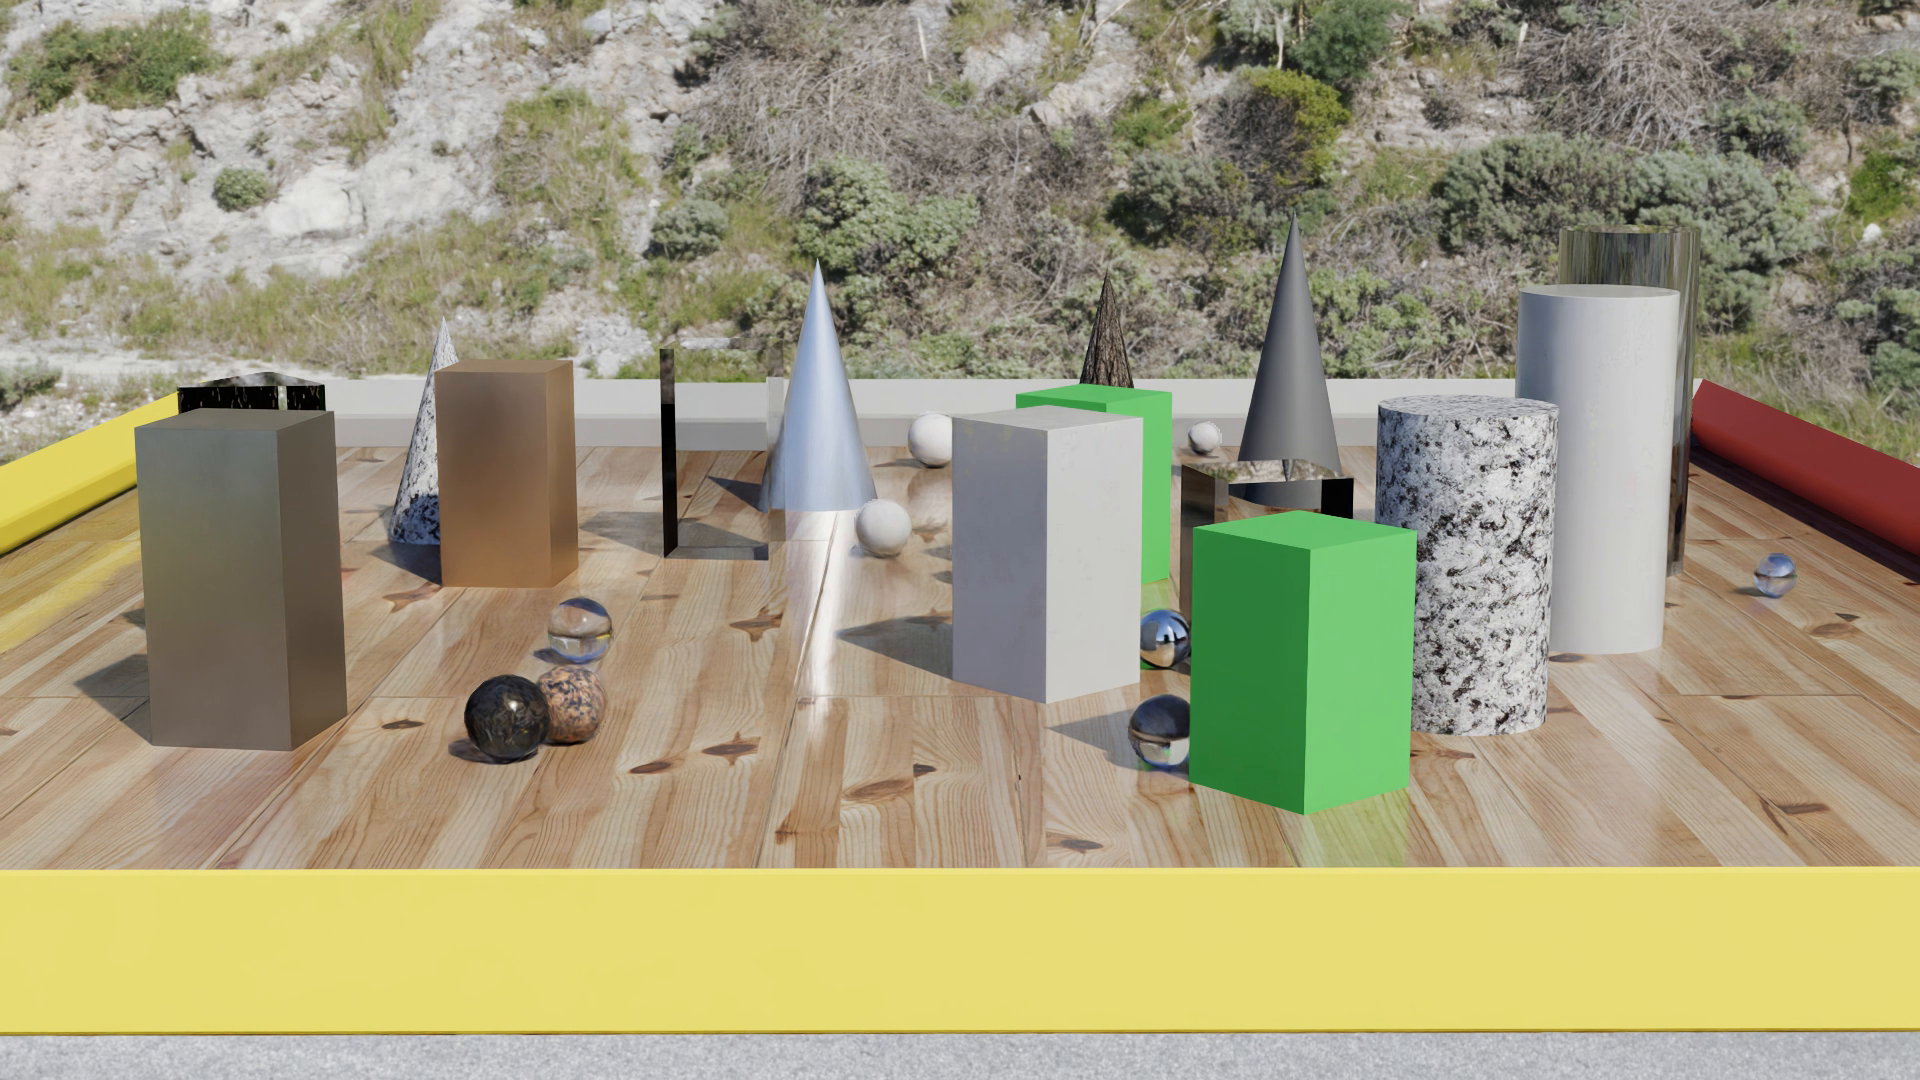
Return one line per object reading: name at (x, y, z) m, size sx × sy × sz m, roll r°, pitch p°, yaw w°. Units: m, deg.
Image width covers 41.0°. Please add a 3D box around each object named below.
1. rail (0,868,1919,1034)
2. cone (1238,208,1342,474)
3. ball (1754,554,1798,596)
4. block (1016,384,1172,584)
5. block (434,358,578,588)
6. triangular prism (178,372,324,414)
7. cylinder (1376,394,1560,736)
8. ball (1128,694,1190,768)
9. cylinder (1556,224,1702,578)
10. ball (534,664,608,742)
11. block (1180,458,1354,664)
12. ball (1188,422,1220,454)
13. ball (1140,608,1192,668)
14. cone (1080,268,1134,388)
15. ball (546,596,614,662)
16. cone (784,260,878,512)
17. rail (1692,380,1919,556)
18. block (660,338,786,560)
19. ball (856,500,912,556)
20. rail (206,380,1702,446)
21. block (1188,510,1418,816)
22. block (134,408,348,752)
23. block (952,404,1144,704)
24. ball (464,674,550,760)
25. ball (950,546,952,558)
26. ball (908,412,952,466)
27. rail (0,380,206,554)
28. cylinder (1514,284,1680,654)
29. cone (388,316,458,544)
rail at (0.009, 0.308, 1.965) m, size 2.891 × 0.129 × 0.045 m, roll 0°, pitch 10°, yaw 0°
cone at (0.566, -0.322, 4.381) m, size 0.198 × 0.490 × 0.198 m, roll 0°, pitch 10°, yaw 0°
ball at (1.132, 0.049, 3.563) m, size 0.058 × 0.058 × 0.058 m, roll 0°, pitch 10°, yaw 0°
block at (0.190, -0.076, 3.662) m, size 0.158 × 0.268 × 0.158 m, roll 8°, pitch 13°, yaw 38°
block at (-0.647, -0.097, 3.673) m, size 0.158 × 0.306 × 0.158 m, roll 1°, pitch 11°, yaw 5°
triangular prism at (-0.870, -0.032, 3.217) m, size 0.172 × 0.343 × 0.149 m, roll -1°, pitch 11°, yaw -7°
cylinder at (0.566, 0.024, 2.887) m, size 0.198 × 0.353 × 0.198 m, roll 0°, pitch 10°, yaw 0°
ball at (0.215, 0.200, 2.692) m, size 0.077 × 0.077 × 0.077 m, roll 0°, pitch 10°, yaw 0°
cylinder at (0.963, -0.204, 3.733) m, size 0.198 × 0.494 × 0.198 m, roll 0°, pitch 10°, yaw 0°
ball at (-0.427, 0.178, 2.792) m, size 0.085 × 0.085 × 0.085 m, roll 0°, pitch 10°, yaw 0°
block at (0.369, 0.037, 3.117) m, size 0.158 × 0.244 × 0.158 m, roll -3°, pitch 11°, yaw -15°
ball at (0.461, -0.192, 4.860) m, size 0.060 × 0.060 × 0.060 m, roll 0°, pitch 10°, yaw 0°
ball at (0.247, 0.120, 3.136) m, size 0.075 × 0.075 × 0.075 m, roll 0°, pitch 10°, yaw 0°
cone at (0.224, -0.207, 3.939) m, size 0.198 × 0.424 × 0.198 m, roll 0°, pitch 10°, yaw 0°
ball at (-0.469, 0.110, 3.168) m, size 0.081 × 0.081 × 0.081 m, roll 0°, pitch 10°, yaw 0°
cone at (-0.237, -0.267, 4.299) m, size 0.198 × 0.412 × 0.198 m, roll 0°, pitch 10°, yaw 0°
rail at (1.422, 0.032, 3.457) m, size 0.045 × 0.129 × 3.066 m, roll 0°, pitch 10°, yaw 0°
block at (-0.356, -0.140, 3.877) m, size 0.158 × 0.315 × 0.158 m, roll 1°, pitch 11°, yaw 5°
ball at (-0.114, -0.018, 3.847) m, size 0.086 × 0.086 × 0.086 m, roll 0°, pitch 10°, yaw 0°
rail at (-0.009, -0.242, 4.933) m, size 2.891 × 0.129 × 0.045 m, roll 0°, pitch 10°, yaw 0°
block at (0.347, 0.120, 2.609) m, size 0.158 × 0.266 × 0.158 m, roll -9°, pitch 14°, yaw -40°
block at (-0.785, 0.040, 2.815) m, size 0.158 × 0.348 × 0.158 m, roll 2°, pitch 11°, yaw 8°
block at (0.103, 0.012, 3.044) m, size 0.158 × 0.319 × 0.158 m, roll -10°, pitch 14°, yaw -42°
ball at (-0.480, 0.188, 2.721) m, size 0.091 × 0.091 × 0.091 m, roll 0°, pitch 10°, yaw 0°
ball at (0.030, 0.017, 3.654) m, size 0.088 × 0.088 × 0.088 m, roll 0°, pitch 10°, yaw 0°
ball at (-0.047, -0.184, 4.708) m, size 0.099 × 0.099 × 0.099 m, roll 0°, pitch 10°, yaw 0°
rail at (-1.422, 0.035, 3.441) m, size 0.045 × 0.129 × 3.066 m, roll 0°, pitch 10°, yaw 0°
cylinder at (0.804, -0.094, 3.270) m, size 0.198 × 0.446 × 0.198 m, roll 0°, pitch 10°, yaw 0°
cone at (-0.802, -0.180, 4.013) m, size 0.198 × 0.345 × 0.198 m, roll 0°, pitch 10°, yaw 0°
